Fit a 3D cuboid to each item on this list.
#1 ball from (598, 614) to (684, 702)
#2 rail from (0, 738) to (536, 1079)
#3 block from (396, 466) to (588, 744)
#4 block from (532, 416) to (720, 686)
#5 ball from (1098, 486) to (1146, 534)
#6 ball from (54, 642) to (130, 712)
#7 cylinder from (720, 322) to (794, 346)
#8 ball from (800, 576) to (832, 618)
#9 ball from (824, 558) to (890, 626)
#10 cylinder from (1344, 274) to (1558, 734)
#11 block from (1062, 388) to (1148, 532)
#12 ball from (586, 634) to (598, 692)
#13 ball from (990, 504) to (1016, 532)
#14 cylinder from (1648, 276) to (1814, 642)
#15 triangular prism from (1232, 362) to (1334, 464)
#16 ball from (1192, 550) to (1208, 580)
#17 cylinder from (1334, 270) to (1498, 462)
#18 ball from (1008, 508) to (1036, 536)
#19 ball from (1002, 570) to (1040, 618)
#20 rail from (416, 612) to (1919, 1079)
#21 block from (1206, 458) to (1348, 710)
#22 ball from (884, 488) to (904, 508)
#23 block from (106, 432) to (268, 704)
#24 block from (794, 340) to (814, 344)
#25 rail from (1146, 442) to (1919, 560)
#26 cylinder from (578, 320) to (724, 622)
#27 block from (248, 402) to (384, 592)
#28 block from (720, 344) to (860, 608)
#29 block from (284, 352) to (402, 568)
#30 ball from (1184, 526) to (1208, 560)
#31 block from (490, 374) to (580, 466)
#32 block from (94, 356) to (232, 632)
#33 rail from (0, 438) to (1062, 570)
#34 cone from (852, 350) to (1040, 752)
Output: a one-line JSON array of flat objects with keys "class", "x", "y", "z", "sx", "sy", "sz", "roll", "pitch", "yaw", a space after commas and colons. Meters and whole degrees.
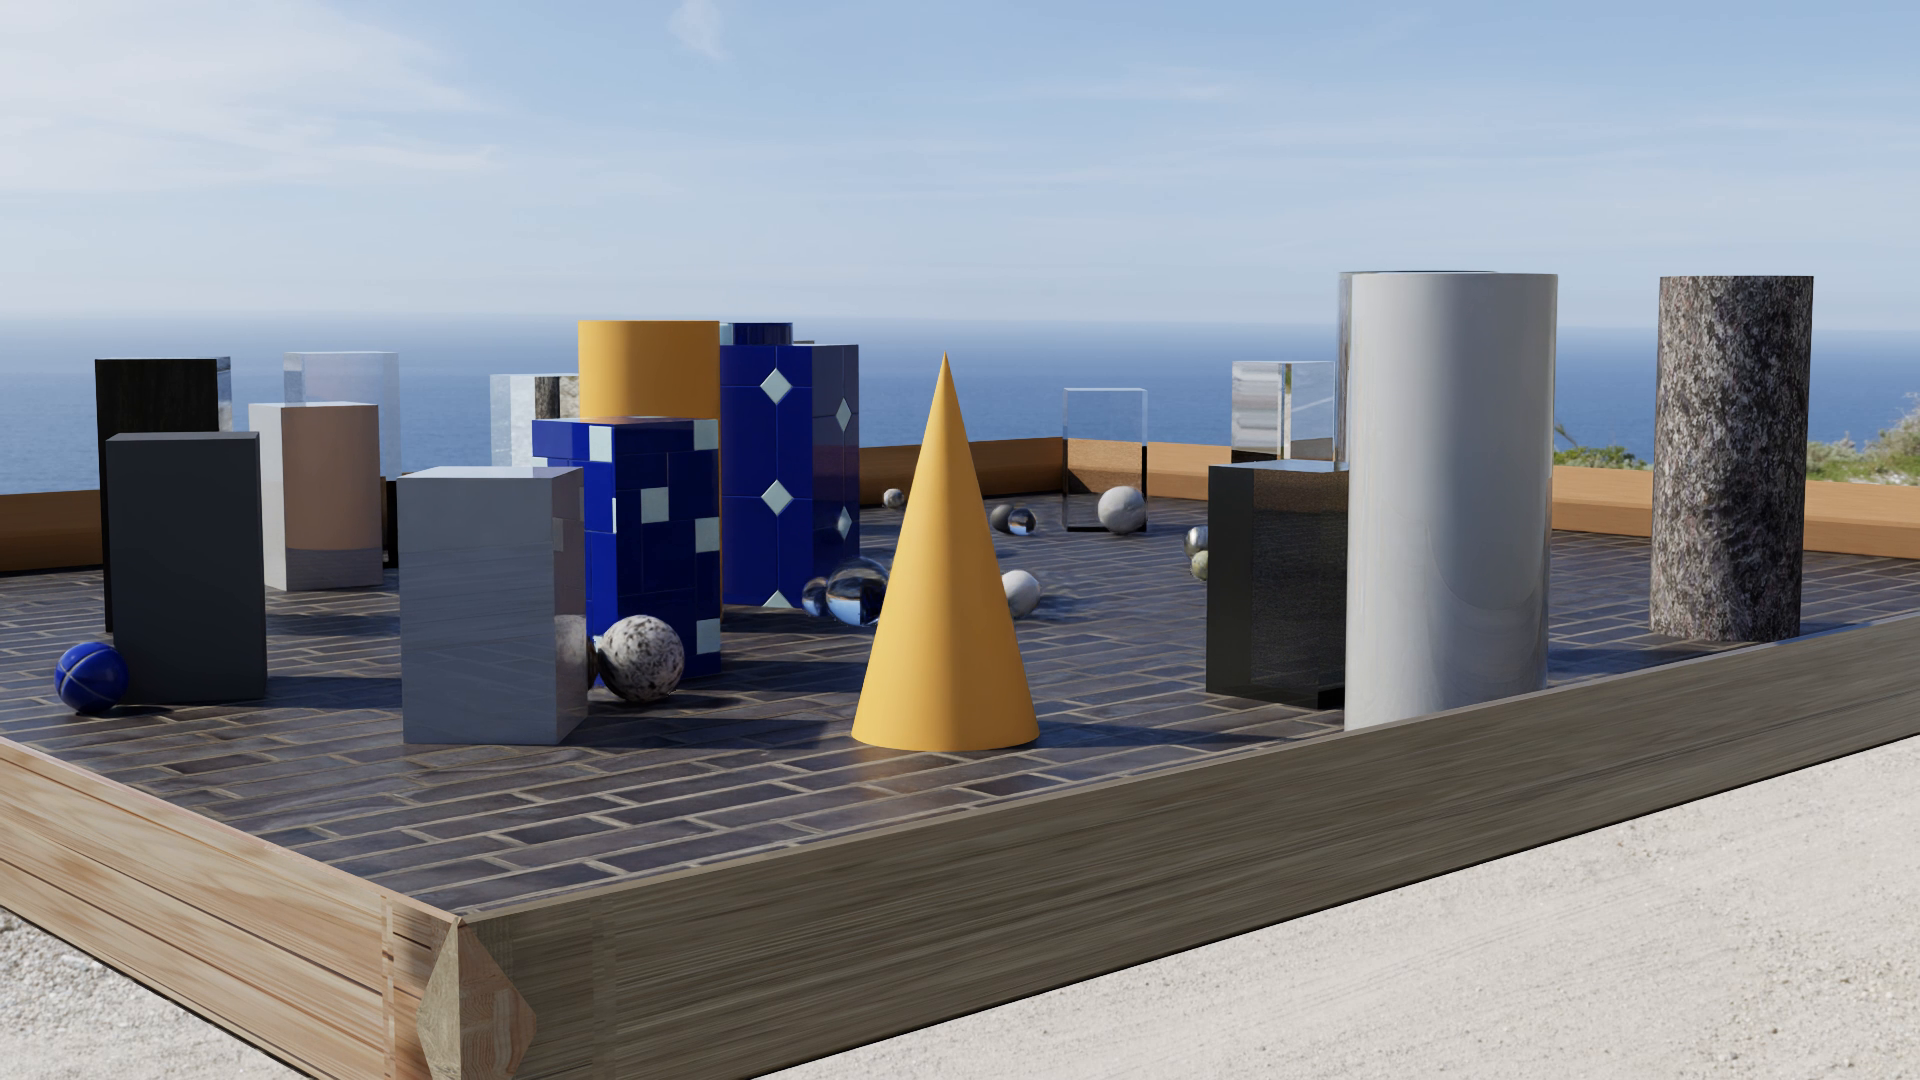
[{"class": "ball", "x": -0.365, "y": 0.135, "z": 2.511, "sx": 0.100, "sy": 0.100, "sz": 0.100, "roll": 0, "pitch": 6, "yaw": 0}, {"class": "rail", "x": -1.219, "y": 0.150, "z": 2.213, "sx": 0.045, "sy": 0.130, "sz": 2.880, "roll": -5, "pitch": 8, "yaw": -42}, {"class": "block", "x": -0.493, "y": 0.065, "z": 2.335, "sx": 0.160, "sy": 0.276, "sz": 0.160, "roll": 0, "pitch": 6, "yaw": 2}, {"class": "block", "x": -0.409, "y": 0.009, "z": 2.698, "sx": 0.160, "sy": 0.313, "sz": 0.160, "roll": 5, "pitch": 8, "yaw": 42}, {"class": "ball", "x": 0.324, "y": -0.060, "z": 4.398, "sx": 0.097, "sy": 0.097, "sz": 0.097, "roll": 0, "pitch": 6, "yaw": 0}, {"class": "ball", "x": -0.966, "y": 0.153, "z": 2.446, "sx": 0.079, "sy": 0.079, "sz": 0.079, "roll": 0, "pitch": 6, "yaw": 0}, {"class": "cylinder", "x": -0.406, "y": -0.189, "z": 4.058, "sx": 0.200, "sy": 0.424, "sz": 0.200, "roll": 0, "pitch": 6, "yaw": 0}, {"class": "ball", "x": -0.202, "y": 0.083, "z": 3.209, "sx": 0.060, "sy": 0.060, "sz": 0.060, "roll": 0, "pitch": 6, "yaw": 0}, {"class": "ball", "x": -0.143, "y": 0.073, "z": 3.117, "sx": 0.098, "sy": 0.098, "sz": 0.098, "roll": 0, "pitch": 6, "yaw": 0}, {"class": "cylinder", "x": 0.490, "y": -0.024, "z": 2.206, "sx": 0.200, "sy": 0.480, "sz": 0.200, "roll": 0, "pitch": 6, "yaw": 0}, {"class": "block", "x": 0.296, "y": -0.167, "z": 4.516, "sx": 0.160, "sy": 0.286, "sz": 0.160, "roll": 0, "pitch": 6, "yaw": -1}, {"class": "ball", "x": -0.456, "y": 0.140, "z": 2.472, "sx": 0.099, "sy": 0.099, "sz": 0.099, "roll": 0, "pitch": 6, "yaw": 0}, {"class": "ball", "x": 0.090, "y": -0.044, "z": 4.436, "sx": 0.058, "sy": 0.058, "sz": 0.058, "roll": 0, "pitch": 6, "yaw": 0}, {"class": "cylinder", "x": 1.066, "y": -0.117, "z": 3.046, "sx": 0.200, "sy": 0.492, "sz": 0.200, "roll": 0, "pitch": 6, "yaw": 0}, {"class": "triangular prism", "x": 0.539, "y": -0.130, "z": 3.817, "sx": 0.150, "sy": 0.358, "sz": 0.173, "roll": 4, "pitch": 7, "yaw": 35}, {"class": "ball", "x": 0.409, "y": 0.042, "z": 3.644, "sx": 0.051, "sy": 0.051, "sz": 0.051, "roll": 0, "pitch": 6, "yaw": 0}, {"class": "cylinder", "x": 0.578, "y": -0.093, "z": 2.807, "sx": 0.200, "sy": 0.494, "sz": 0.200, "roll": 0, "pitch": 6, "yaw": 0}, {"class": "ball", "x": 0.123, "y": -0.036, "z": 4.365, "sx": 0.056, "sy": 0.056, "sz": 0.056, "roll": 0, "pitch": 6, "yaw": 0}, {"class": "ball", "x": 0.083, "y": 0.079, "z": 3.203, "sx": 0.069, "sy": 0.069, "sz": 0.069, "roll": 0, "pitch": 6, "yaw": 0}, {"class": "rail", "x": 0.960, "y": 0.141, "z": 2.296, "sx": 3.365, "sy": 0.130, "sz": 0.045, "roll": -5, "pitch": 8, "yaw": -42}, {"class": "block", "x": 0.401, "y": 0.046, "z": 2.565, "sx": 0.160, "sy": 0.266, "sz": 0.160, "roll": 6, "pitch": 8, "yaw": 45}, {"class": "ball", "x": -0.150, "y": -0.094, "z": 4.967, "sx": 0.047, "sy": 0.047, "sz": 0.047, "roll": 0, "pitch": 6, "yaw": 0}, {"class": "block", "x": -0.903, "y": 0.028, "z": 2.580, "sx": 0.160, "sy": 0.300, "sz": 0.160, "roll": -2, "pitch": 6, "yaw": -16}, {"class": "block", "x": -0.408, "y": -0.214, "z": 4.494, "sx": 0.160, "sy": 0.385, "sz": 0.160, "roll": 4, "pitch": 7, "yaw": 35}, {"class": "rail", "x": 1.219, "y": -0.083, "z": 4.451, "sx": 0.045, "sy": 0.130, "sz": 2.880, "roll": -5, "pitch": 8, "yaw": -42}, {"class": "cylinder", "x": -0.442, "y": -0.097, "z": 3.147, "sx": 0.200, "sy": 0.431, "sz": 0.200, "roll": 0, "pitch": 6, "yaw": 0}, {"class": "block", "x": -1.056, "y": -0.076, "z": 3.603, "sx": 0.160, "sy": 0.293, "sz": 0.160, "roll": -4, "pitch": 7, "yaw": -35}, {"class": "block", "x": -0.261, "y": -0.102, "z": 3.378, "sx": 0.160, "sy": 0.393, "sz": 0.160, "roll": 3, "pitch": 6, "yaw": 23}, {"class": "block", "x": -1.078, "y": -0.141, "z": 3.844, "sx": 0.160, "sy": 0.373, "sz": 0.160, "roll": -3, "pitch": 7, "yaw": -29}, {"class": "ball", "x": 0.428, "y": 0.009, "z": 3.890, "sx": 0.066, "sy": 0.066, "sz": 0.066, "roll": 0, "pitch": 6, "yaw": 0}, {"class": "block", "x": -0.719, "y": -0.126, "z": 3.897, "sx": 0.160, "sy": 0.333, "sz": 0.160, "roll": -5, "pitch": 8, "yaw": -40}, {"class": "block", "x": -1.126, "y": -0.070, "z": 3.133, "sx": 0.160, "sy": 0.379, "sz": 0.160, "roll": -1, "pitch": 6, "yaw": -12}, {"class": "rail", "x": -0.960, "y": -0.074, "z": 4.367, "sx": 3.365, "sy": 0.130, "sz": 0.045, "roll": -5, "pitch": 8, "yaw": -42}, {"class": "cone", "x": -0.015, "y": 0.003, "z": 2.310, "sx": 0.200, "sy": 0.405, "sz": 0.200, "roll": 0, "pitch": 6, "yaw": 0}]
